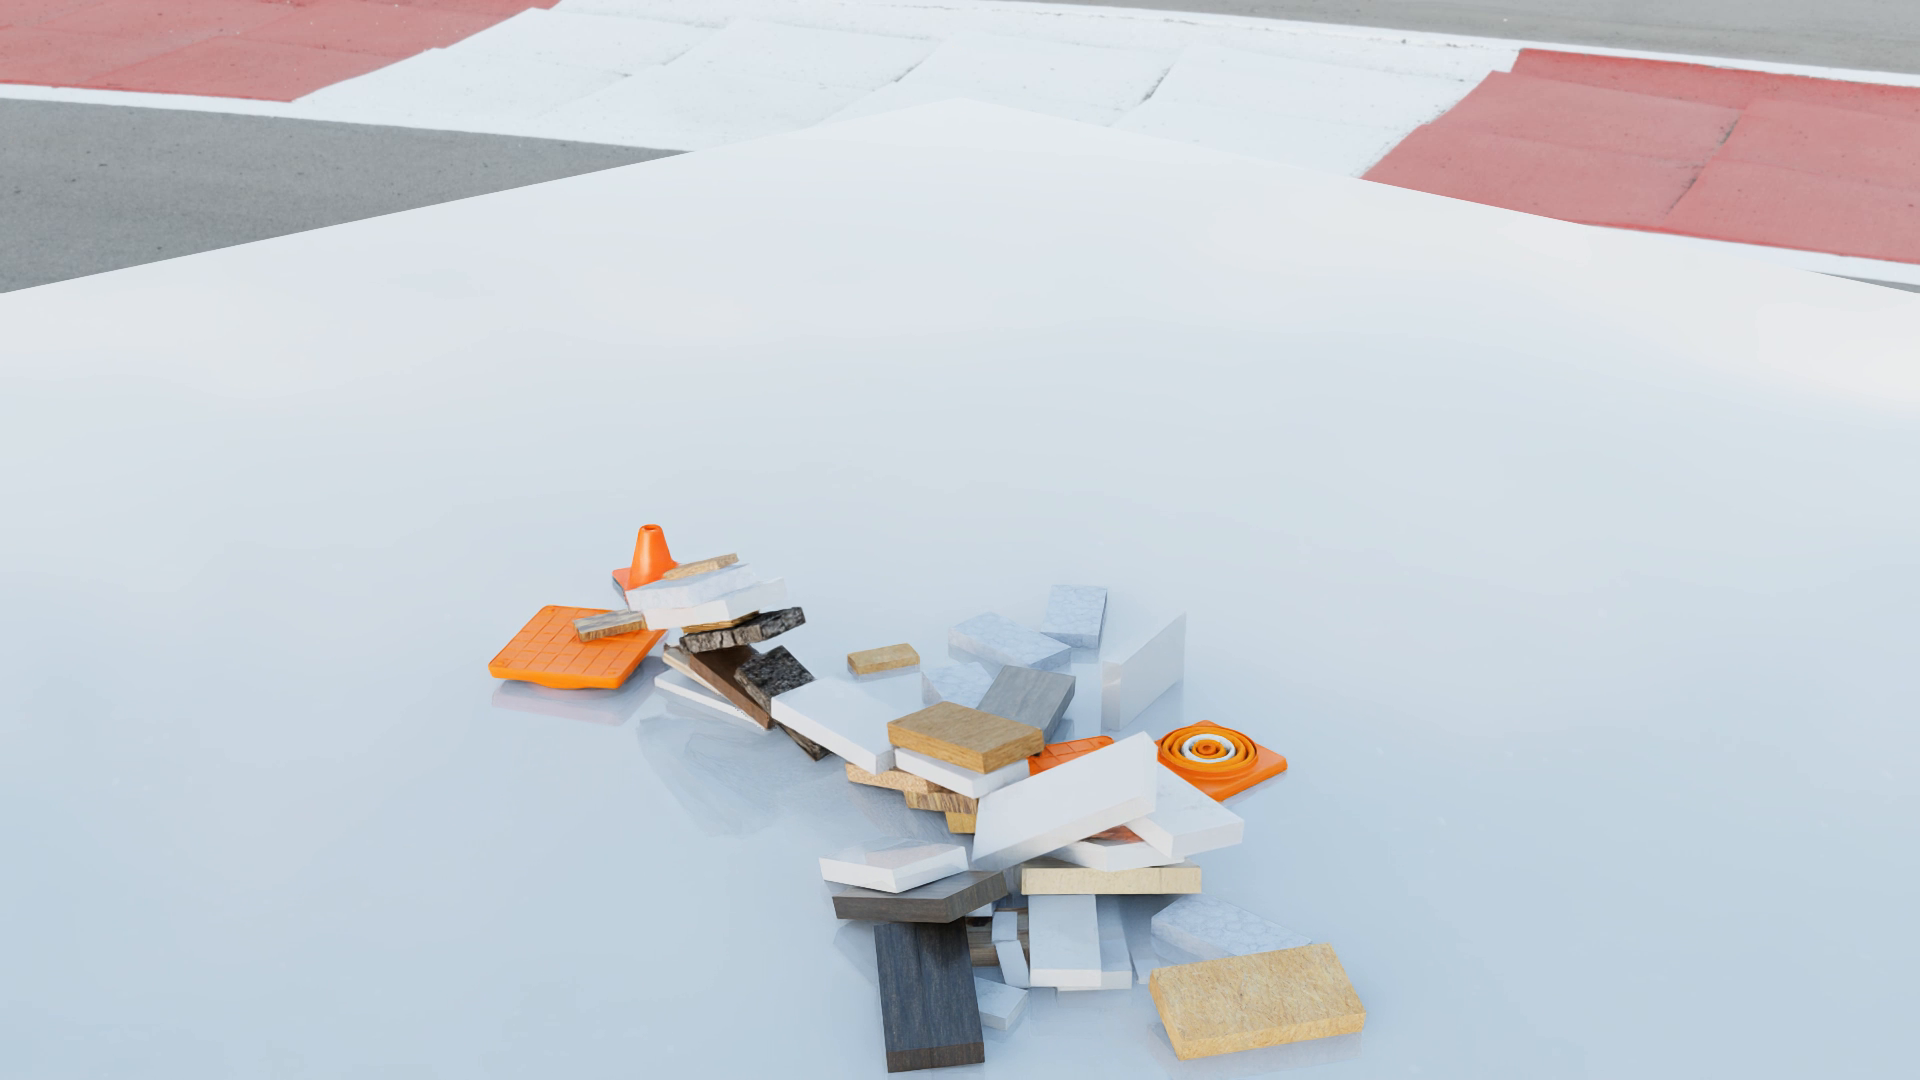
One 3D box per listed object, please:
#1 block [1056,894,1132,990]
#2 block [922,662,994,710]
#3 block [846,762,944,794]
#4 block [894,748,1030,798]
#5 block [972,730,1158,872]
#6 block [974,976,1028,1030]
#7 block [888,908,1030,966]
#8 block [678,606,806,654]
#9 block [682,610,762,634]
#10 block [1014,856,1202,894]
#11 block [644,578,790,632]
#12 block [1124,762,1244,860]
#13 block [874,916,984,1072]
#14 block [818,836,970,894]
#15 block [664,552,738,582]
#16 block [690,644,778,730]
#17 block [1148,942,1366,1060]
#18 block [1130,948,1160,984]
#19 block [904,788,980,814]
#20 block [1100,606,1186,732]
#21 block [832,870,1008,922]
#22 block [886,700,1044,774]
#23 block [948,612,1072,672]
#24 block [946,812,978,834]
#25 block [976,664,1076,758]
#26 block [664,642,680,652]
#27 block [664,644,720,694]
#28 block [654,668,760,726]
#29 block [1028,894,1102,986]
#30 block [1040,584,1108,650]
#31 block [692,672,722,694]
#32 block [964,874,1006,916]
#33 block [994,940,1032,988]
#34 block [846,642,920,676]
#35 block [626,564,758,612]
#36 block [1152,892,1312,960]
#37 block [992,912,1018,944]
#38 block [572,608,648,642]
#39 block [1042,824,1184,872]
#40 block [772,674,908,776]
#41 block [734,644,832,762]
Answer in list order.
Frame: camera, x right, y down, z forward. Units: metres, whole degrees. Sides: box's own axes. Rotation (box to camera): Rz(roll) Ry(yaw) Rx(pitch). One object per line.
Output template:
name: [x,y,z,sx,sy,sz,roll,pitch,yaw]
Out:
block: [0.231,0.727,4.000,0.131,0.037,0.263,-1,23,-3]
block: [0.023,0.353,4.879,0.135,0.038,0.271,-8,24,-18]
block: [-0.100,0.468,4.510,0.135,0.038,0.270,-19,12,-37]
block: [0.003,0.442,4.350,0.135,0.038,0.270,-17,17,-32]
block: [0.195,0.493,4.105,0.369,0.047,0.166,-25,32,24]
block: [0.016,0.800,3.843,0.183,0.026,0.091,11,25,23]
block: [0.003,0.725,4.004,0.263,0.037,0.131,-2,23,-4]
block: [-0.481,0.200,4.846,0.266,0.038,0.133,-11,9,41]
block: [-0.532,0.177,4.889,0.174,0.025,0.087,-10,9,45]
block: [0.273,0.628,4.126,0.332,0.047,0.166,0,-1,-4]
block: [-0.543,0.144,4.879,0.165,0.047,0.329,-21,8,-39]
block: [0.367,0.493,4.129,0.162,0.046,0.325,-7,23,-31]
block: [-0.056,0.780,3.800,0.163,0.046,0.326,-6,30,-3]
block: [-0.128,0.607,4.126,0.153,0.043,0.307,-14,4,-29]
block: [-0.584,0.062,4.955,0.156,0.022,0.078,-12,7,32]
block: [-0.458,0.311,4.841,0.133,0.038,0.266,-22,44,-41]
block: [0.510,0.792,3.786,0.332,0.047,0.166,-6,37,-13]
block: [0.334,0.764,3.944,0.045,0.013,0.090,-2,23,-5]
block: [0.016,0.502,4.398,0.135,0.038,0.270,-18,7,-32]
block: [0.410,0.283,4.885,0.046,0.163,0.326,13,26,28]
block: [-0.075,0.649,4.014,0.153,0.043,0.307,-17,6,-43]
block: [0.009,0.391,4.381,0.153,0.043,0.307,-18,18,-35]
block: [0.115,0.244,5.137,0.135,0.038,0.271,-20,30,-39]
block: [0.144,0.527,4.308,0.325,0.046,0.162,-7,9,45]
block: [0.133,0.365,4.737,0.163,0.046,0.326,8,22,14]
block: [-0.611,0.270,5.070,0.076,0.021,0.151,-1,17,-40]
block: [-0.576,0.284,4.962,0.174,0.025,0.087,27,36,29]
block: [-0.535,0.348,4.914,0.333,0.021,0.076,17,28,34]
block: [0.185,0.714,3.938,0.123,0.035,0.246,0,23,1]
block: [0.275,0.183,5.281,0.135,0.038,0.276,3,23,7]
block: [-0.501,0.313,4.885,0.174,0.025,0.087,31,37,29]
block: [0.027,0.662,4.095,0.091,0.026,0.183,-3,7,10]
block: [0.094,0.757,3.910,0.045,0.013,0.090,-8,49,-10]
block: [-0.177,0.275,5.086,0.151,0.021,0.076,-9,25,-21]
block: [-0.604,0.108,4.920,0.165,0.047,0.329,-20,7,-31]
block: [0.494,0.724,4.007,0.263,0.037,0.131,19,29,37]
block: [0.081,0.704,3.989,0.045,0.013,0.090,1,23,2]
block: [-0.813,0.195,5.106,0.156,0.022,0.078,-12,26,-20]
block: [0.271,0.577,4.171,0.162,0.046,0.325,-3,1,-25]
block: [-0.224,0.383,4.583,0.165,0.047,0.329,-19,31,-40]
block: [-0.348,0.349,4.729,0.266,0.038,0.133,44,43,19]
